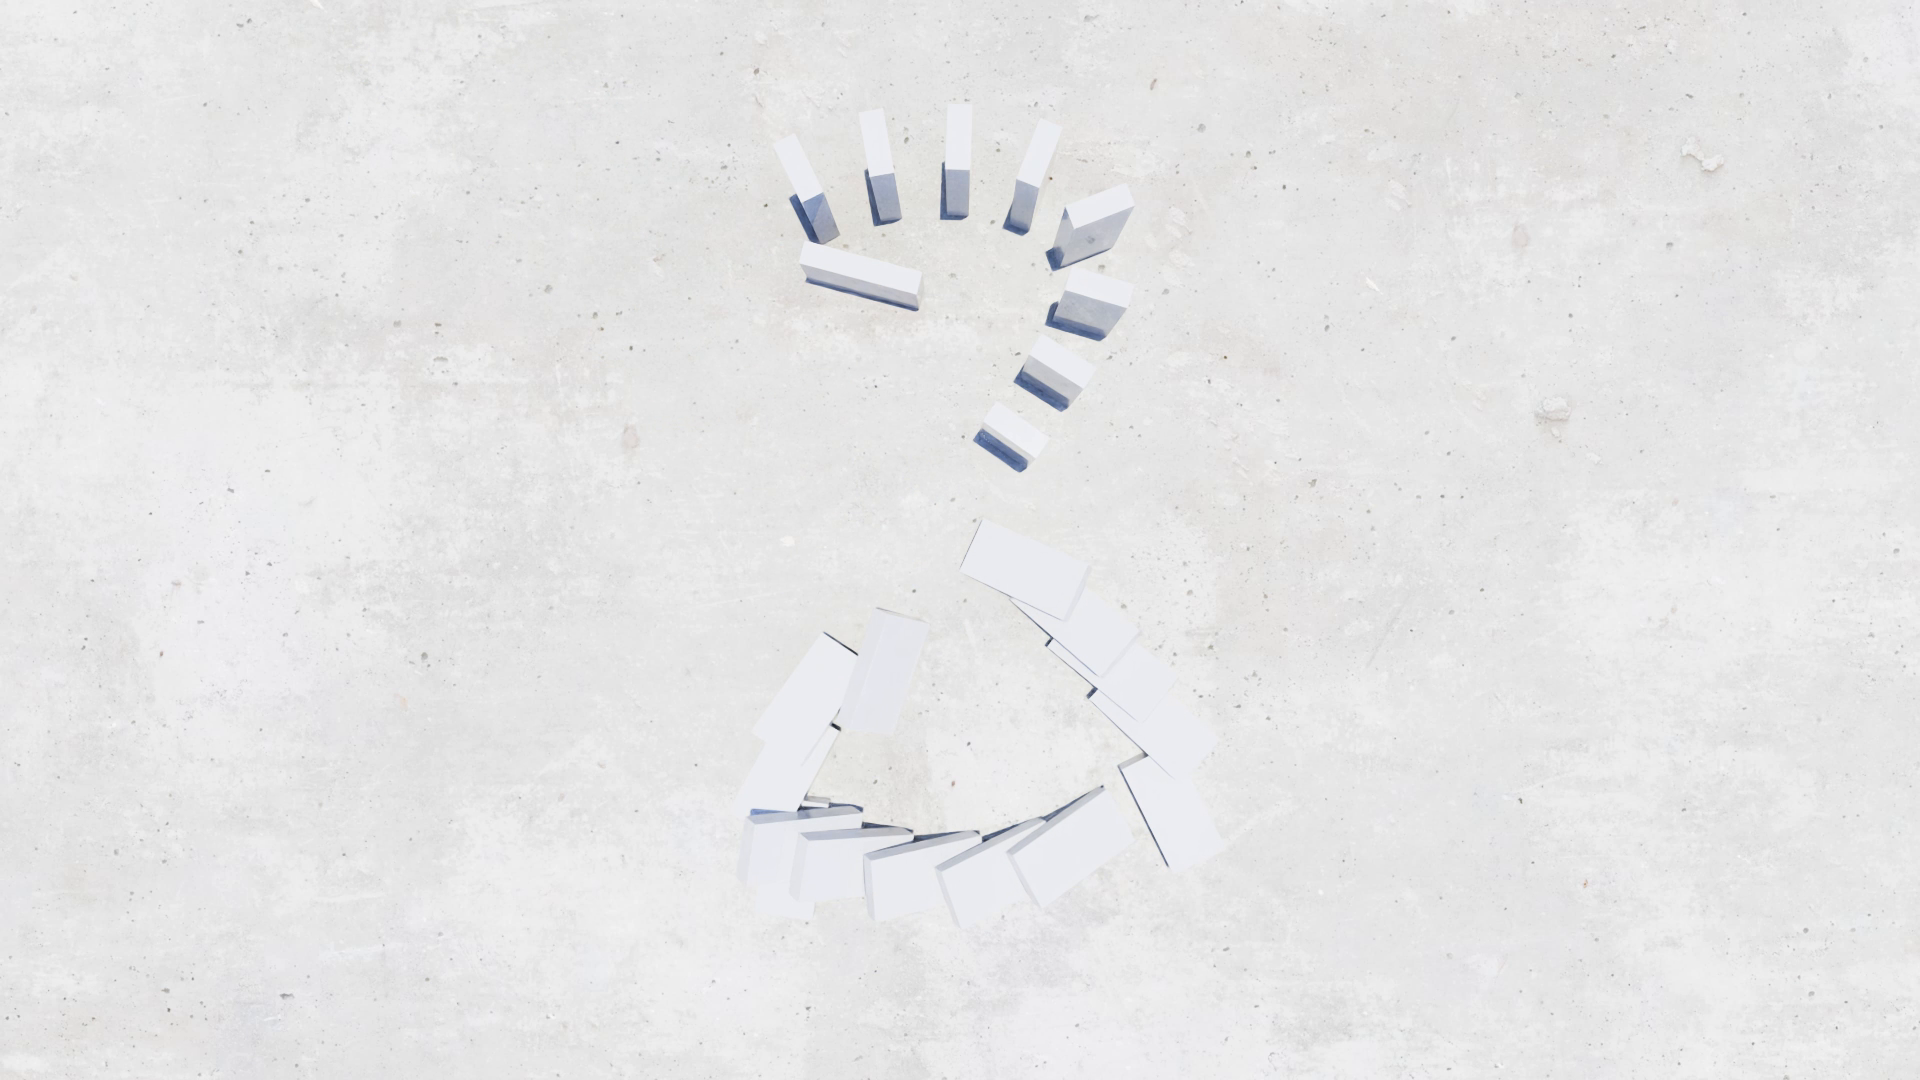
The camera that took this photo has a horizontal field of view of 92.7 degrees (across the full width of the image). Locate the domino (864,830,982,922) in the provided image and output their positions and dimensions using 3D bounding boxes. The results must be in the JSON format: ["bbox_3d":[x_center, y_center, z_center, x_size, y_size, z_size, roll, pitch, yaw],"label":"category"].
[{"bbox_3d":[-0.015,0.141,0.385,0.050,0.009,0.025,-4,90,-25],"label":"domino"}]

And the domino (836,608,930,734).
[{"bbox_3d":[-0.032,0.056,0.388,0.025,0.009,0.050,19,90,-45],"label":"domino"}]

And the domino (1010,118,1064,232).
[{"bbox_3d":[0.030,-0.148,0.375,0.010,0.050,0.025,21,90,0],"label":"domino"}]

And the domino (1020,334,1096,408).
[{"bbox_3d":[0.039,-0.068,0.375,0.025,0.050,0.009,32,90,0],"label":"domino"}]

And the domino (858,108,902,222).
[{"bbox_3d":[-0.032,-0.152,0.375,0.009,0.050,0.025,-10,90,0],"label":"domino"}]

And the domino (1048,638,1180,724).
[{"bbox_3d":[0.065,0.052,0.387,0.050,0.009,0.025,39,90,20],"label":"domino"}]

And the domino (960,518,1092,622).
[{"bbox_3d":[0.027,0.012,0.386,0.050,0.010,0.025,25,90,22],"label":"domino"}]

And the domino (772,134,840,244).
[{"bbox_3d":[-0.062,-0.142,0.375,0.009,0.050,0.025,-26,90,0],"label":"domino"}]

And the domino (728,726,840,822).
[{"bbox_3d":[-0.074,0.098,0.389,0.025,0.010,0.050,27,77,5],"label":"domino"}]

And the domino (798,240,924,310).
[{"bbox_3d":[-0.041,-0.112,0.388,0.050,0.025,0.010,15,90,0],"label":"domino"}]

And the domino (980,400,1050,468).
[{"bbox_3d":[0.022,-0.042,0.375,0.025,0.050,0.010,35,90,0],"label":"domino"}]

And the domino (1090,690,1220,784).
[{"bbox_3d":[0.082,0.076,0.389,0.050,0.010,0.025,43,90,16],"label":"domino"}]

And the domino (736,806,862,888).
[{"bbox_3d":[-0.065,0.126,0.378,0.050,0.009,0.025,7,92,-38],"label":"domino"}]

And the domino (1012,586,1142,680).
[{"bbox_3d":[0.049,0.032,0.386,0.050,0.009,0.025,40,91,23],"label":"domino"}]

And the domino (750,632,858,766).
[{"bbox_3d":[-0.063,0.067,0.387,0.025,0.009,0.050,33,74,6],"label":"domino"}]

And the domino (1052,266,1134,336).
[{"bbox_3d":[0.053,-0.097,0.375,0.025,0.050,0.010,16,90,0],"label":"domino"}]

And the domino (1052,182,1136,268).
[{"bbox_3d":[0.054,-0.128,0.375,0.025,0.050,0.010,-21,90,0],"label":"domino"}]

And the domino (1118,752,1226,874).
[{"bbox_3d":[0.091,0.115,0.395,0.025,0.010,0.050,-26,90,0],"label":"domino"}]

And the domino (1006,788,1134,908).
[{"bbox_3d":[0.047,0.129,0.387,0.050,0.009,0.025,-29,90,-20],"label":"domino"}]

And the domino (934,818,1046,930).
[{"bbox_3d":[0.017,0.140,0.386,0.050,0.010,0.025,-19,90,-22],"label":"domino"}]

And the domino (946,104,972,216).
[{"bbox_3d":[0.000,-0.154,0.375,0.010,0.050,0.025,2,90,0],"label":"domino"}]

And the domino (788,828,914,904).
[{"bbox_3d":[-0.045,0.135,0.382,0.050,0.009,0.025,10,90,-35],"label":"domino"}]

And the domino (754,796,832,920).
[{"bbox_3d":[-0.072,0.136,0.395,0.025,0.010,0.050,8,90,0],"label":"domino"}]
